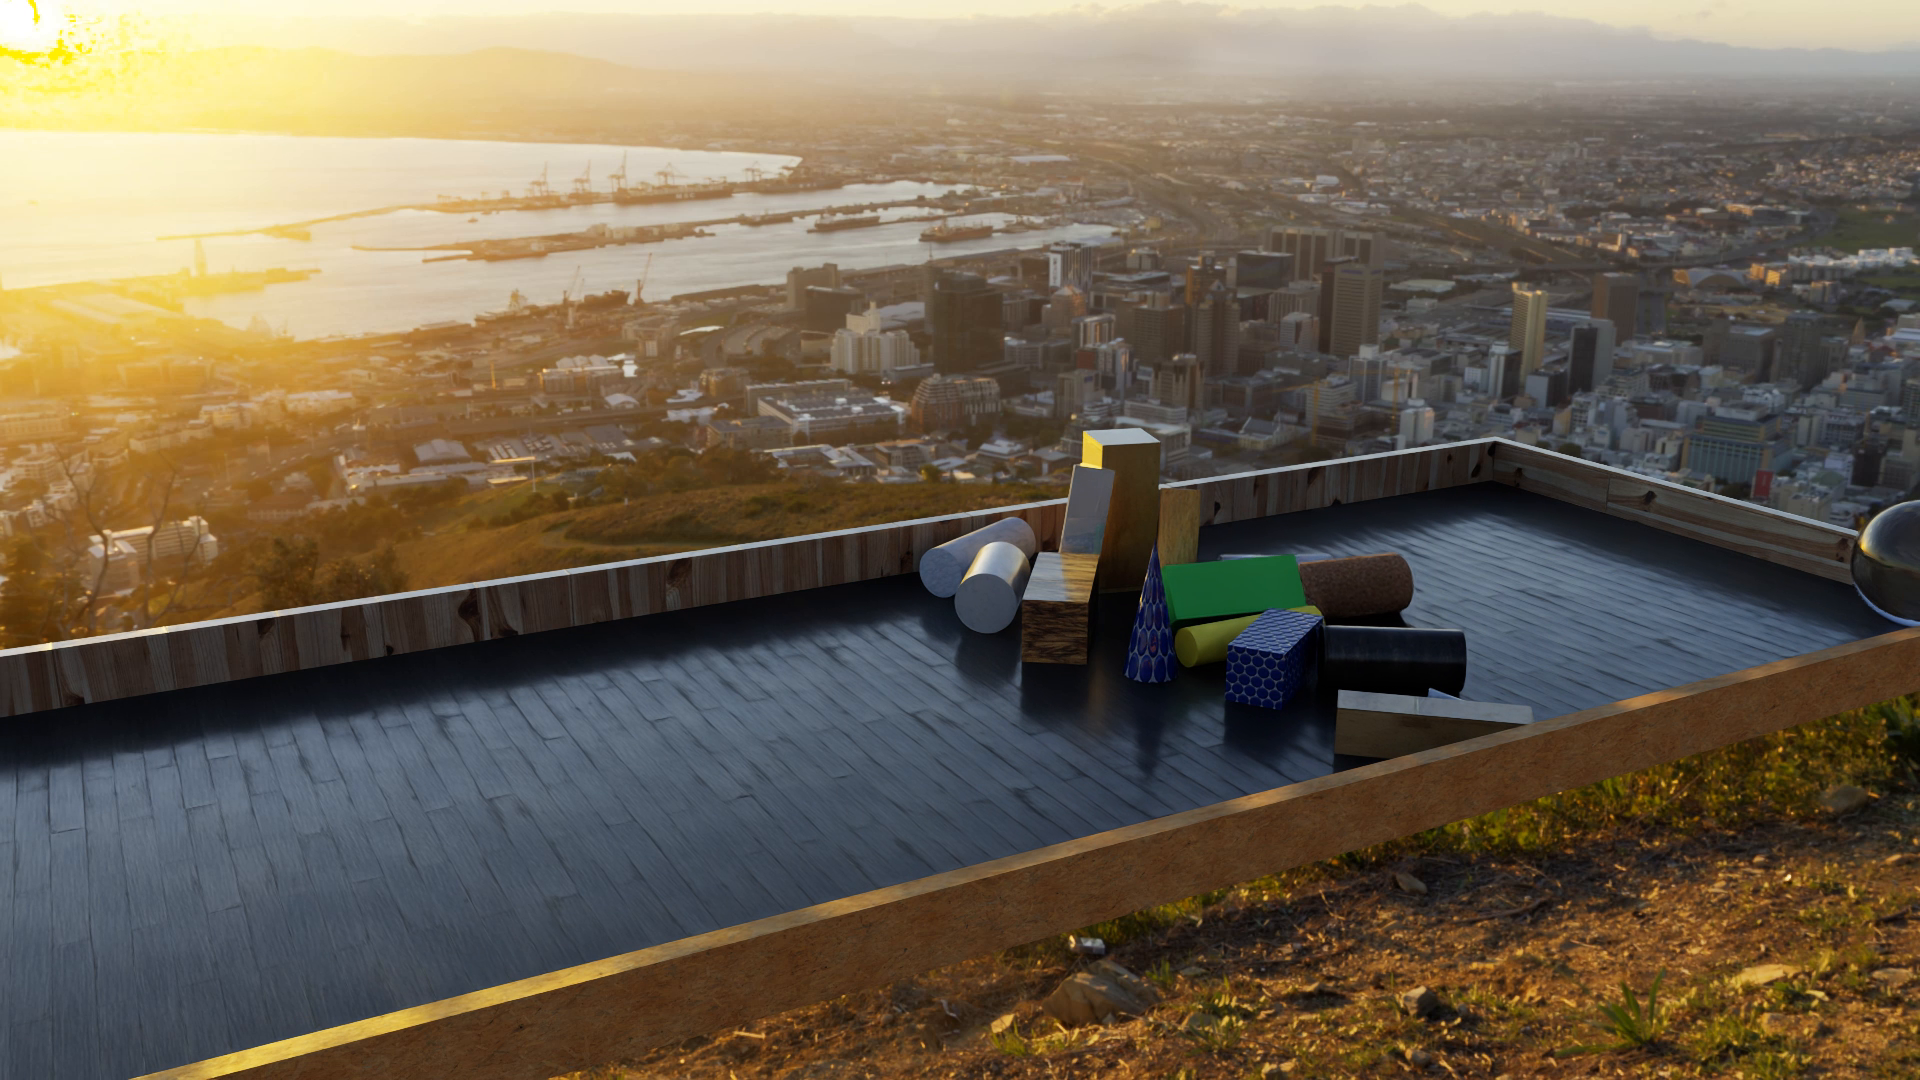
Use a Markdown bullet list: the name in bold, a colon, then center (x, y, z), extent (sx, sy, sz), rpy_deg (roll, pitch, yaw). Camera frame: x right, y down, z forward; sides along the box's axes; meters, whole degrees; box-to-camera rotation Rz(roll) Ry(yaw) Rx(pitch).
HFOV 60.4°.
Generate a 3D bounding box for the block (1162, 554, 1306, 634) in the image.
- **block**: center (0.722, 0.150, 4.471), extent (0.380, 0.151, 0.151), rpy_deg (-5, -19, -16)

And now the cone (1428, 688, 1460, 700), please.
- **cone**: center (1.265, 0.435, 3.784), extent (0.393, 0.103, 0.103), rpy_deg (13, 19, 16)

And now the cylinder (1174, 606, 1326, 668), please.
- **cylinder**: center (0.762, 0.251, 4.320), extent (0.407, 0.103, 0.103), rpy_deg (-8, 18, -26)

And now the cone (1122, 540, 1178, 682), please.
- **cone**: center (0.486, 0.166, 4.157), extent (0.144, 0.357, 0.144), rpy_deg (0, 16, 0)

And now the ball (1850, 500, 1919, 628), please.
- **ball**: center (2.633, 0.065, 4.505), extent (0.354, 0.354, 0.354), rpy_deg (0, 16, 0)

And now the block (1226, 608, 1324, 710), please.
- **block**: center (0.786, 0.292, 4.110), extent (0.142, 0.142, 0.320), rpy_deg (9, 18, 27)

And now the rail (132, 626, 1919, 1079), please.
- **rail**: center (-2.336, 1.006, 1.665), extent (12.000, 0.150, 0.050), rpy_deg (-9, 18, -27)

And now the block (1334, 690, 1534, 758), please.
- **block**: center (1.061, 0.427, 3.706), extent (0.421, 0.111, 0.111), rpy_deg (4, 17, 13)

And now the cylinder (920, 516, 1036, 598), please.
- **cylinder**: center (0.057, 0.048, 4.929), extent (0.149, 0.149, 0.405), rpy_deg (11, 20, 33)

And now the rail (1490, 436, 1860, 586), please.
- **rail**: center (2.466, -0.048, 5.253), extent (0.050, 0.150, 2.100), rpy_deg (-9, 18, -27)

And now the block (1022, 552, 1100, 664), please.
- **block**: center (0.275, 0.178, 4.449), extent (0.170, 0.170, 0.428), rpy_deg (2, 17, 8)

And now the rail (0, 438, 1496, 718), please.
- **rail**: center (-3.305, 0.497, 3.399), extent (12.000, 0.150, 0.050), rpy_deg (-9, 18, -27)

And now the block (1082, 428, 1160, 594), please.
- **block**: center (0.468, -0.087, 4.854), extent (0.176, 0.447, 0.176), rpy_deg (-4, 18, -13)

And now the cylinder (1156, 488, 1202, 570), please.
- **cylinder**: center (0.608, 0.029, 4.616), extent (0.114, 0.344, 0.114), rpy_deg (3, 4, 0)

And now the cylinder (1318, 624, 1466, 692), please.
- **cylinder**: center (1.067, 0.293, 4.088), extent (0.339, 0.153, 0.153), rpy_deg (2, 16, 6)

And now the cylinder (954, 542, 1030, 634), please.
- **cylinder**: center (0.094, 0.130, 4.610), extent (0.171, 0.171, 0.304), rpy_deg (3, 17, 9)

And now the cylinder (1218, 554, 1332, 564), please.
- **cylinder**: center (0.924, 0.097, 4.837), extent (0.323, 0.105, 0.105), rpy_deg (0, 16, -1)

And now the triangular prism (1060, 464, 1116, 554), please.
- **triangular prism**: center (0.338, -0.020, 4.717), extent (0.122, 0.394, 0.106), rpy_deg (7, 8, -13)

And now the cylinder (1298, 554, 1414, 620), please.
- **cylinder**: center (1.070, 0.135, 4.605), extent (0.347, 0.164, 0.164), rpy_deg (-6, 17, -18)
